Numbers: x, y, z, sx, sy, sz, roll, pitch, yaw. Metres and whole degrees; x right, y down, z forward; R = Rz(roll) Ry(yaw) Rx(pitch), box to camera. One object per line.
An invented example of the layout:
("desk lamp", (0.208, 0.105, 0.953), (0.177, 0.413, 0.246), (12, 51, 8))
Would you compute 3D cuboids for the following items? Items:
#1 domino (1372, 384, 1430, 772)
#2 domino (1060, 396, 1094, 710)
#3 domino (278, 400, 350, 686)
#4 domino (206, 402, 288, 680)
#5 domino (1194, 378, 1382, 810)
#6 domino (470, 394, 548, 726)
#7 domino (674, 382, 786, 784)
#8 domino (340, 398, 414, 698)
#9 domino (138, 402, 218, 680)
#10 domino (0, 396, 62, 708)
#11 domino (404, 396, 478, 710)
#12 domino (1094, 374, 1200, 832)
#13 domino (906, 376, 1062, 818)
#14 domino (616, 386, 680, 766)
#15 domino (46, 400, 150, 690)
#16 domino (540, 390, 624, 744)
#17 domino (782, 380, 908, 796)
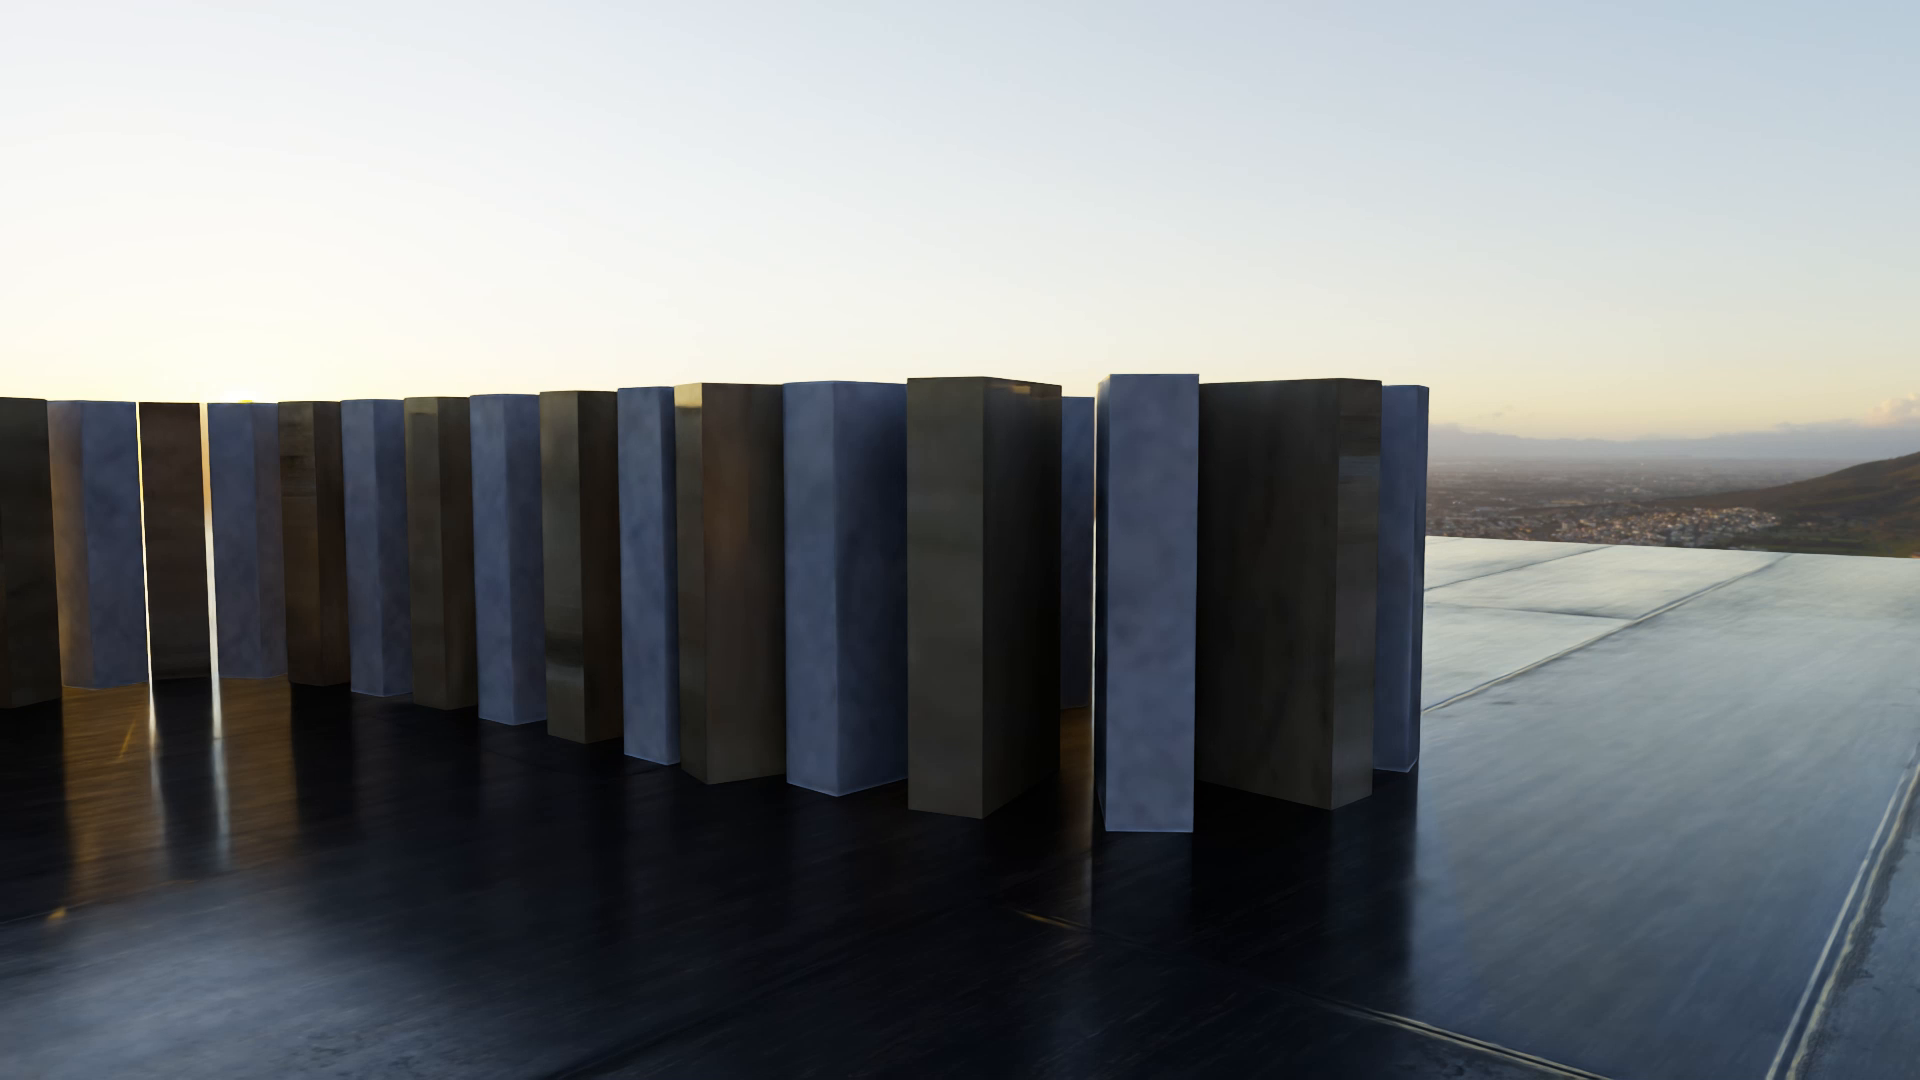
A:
("domino", (0.049, 0.004, 0.175), (0.025, 0.050, 0.010), (2, 5, 28))
("domino", (0.011, 0.001, 0.215), (0.010, 0.050, 0.025), (-3, 5, -32))
("domino", (-0.110, 0.000, 0.237), (0.010, 0.050, 0.025), (2, 5, 27))
("domino", (-0.128, -0.001, 0.243), (0.010, 0.050, 0.025), (1, 4, 13))
("domino", (0.038, 0.006, 0.160), (0.009, 0.050, 0.025), (-4, 6, -44))
("domino", (-0.063, 0.002, 0.205), (0.010, 0.050, 0.025), (3, 5, 38))
("domino", (-0.023, 0.005, 0.169), (0.025, 0.050, 0.010), (-3, 5, -32))
("domino", (-0.094, 0.001, 0.227), (0.010, 0.050, 0.025), (3, 5, 34))
("domino", (-0.146, -0.001, 0.243), (0.009, 0.050, 0.025), (-2, 5, -23))
("domino", (-0.164, 0.002, 0.211), (0.025, 0.050, 0.009), (1, 4, 9))
("domino", (-0.079, 0.001, 0.216), (0.010, 0.050, 0.025), (3, 5, 36))
("domino", (0.021, 0.006, 0.152), (0.009, 0.050, 0.025), (0, 4, 3))
("domino", (0.004, 0.006, 0.157), (0.010, 0.050, 0.025), (2, 5, 25))
("domino", (-0.034, 0.004, 0.181), (0.010, 0.050, 0.025), (4, 6, 40))
("domino", (-0.159, 0.000, 0.229), (0.025, 0.050, 0.009), (2, 5, 25))
("domino", (-0.049, 0.003, 0.193), (0.010, 0.050, 0.025), (4, 6, 40))
("domino", (-0.010, 0.005, 0.165), (0.010, 0.050, 0.025), (4, 6, 43))
